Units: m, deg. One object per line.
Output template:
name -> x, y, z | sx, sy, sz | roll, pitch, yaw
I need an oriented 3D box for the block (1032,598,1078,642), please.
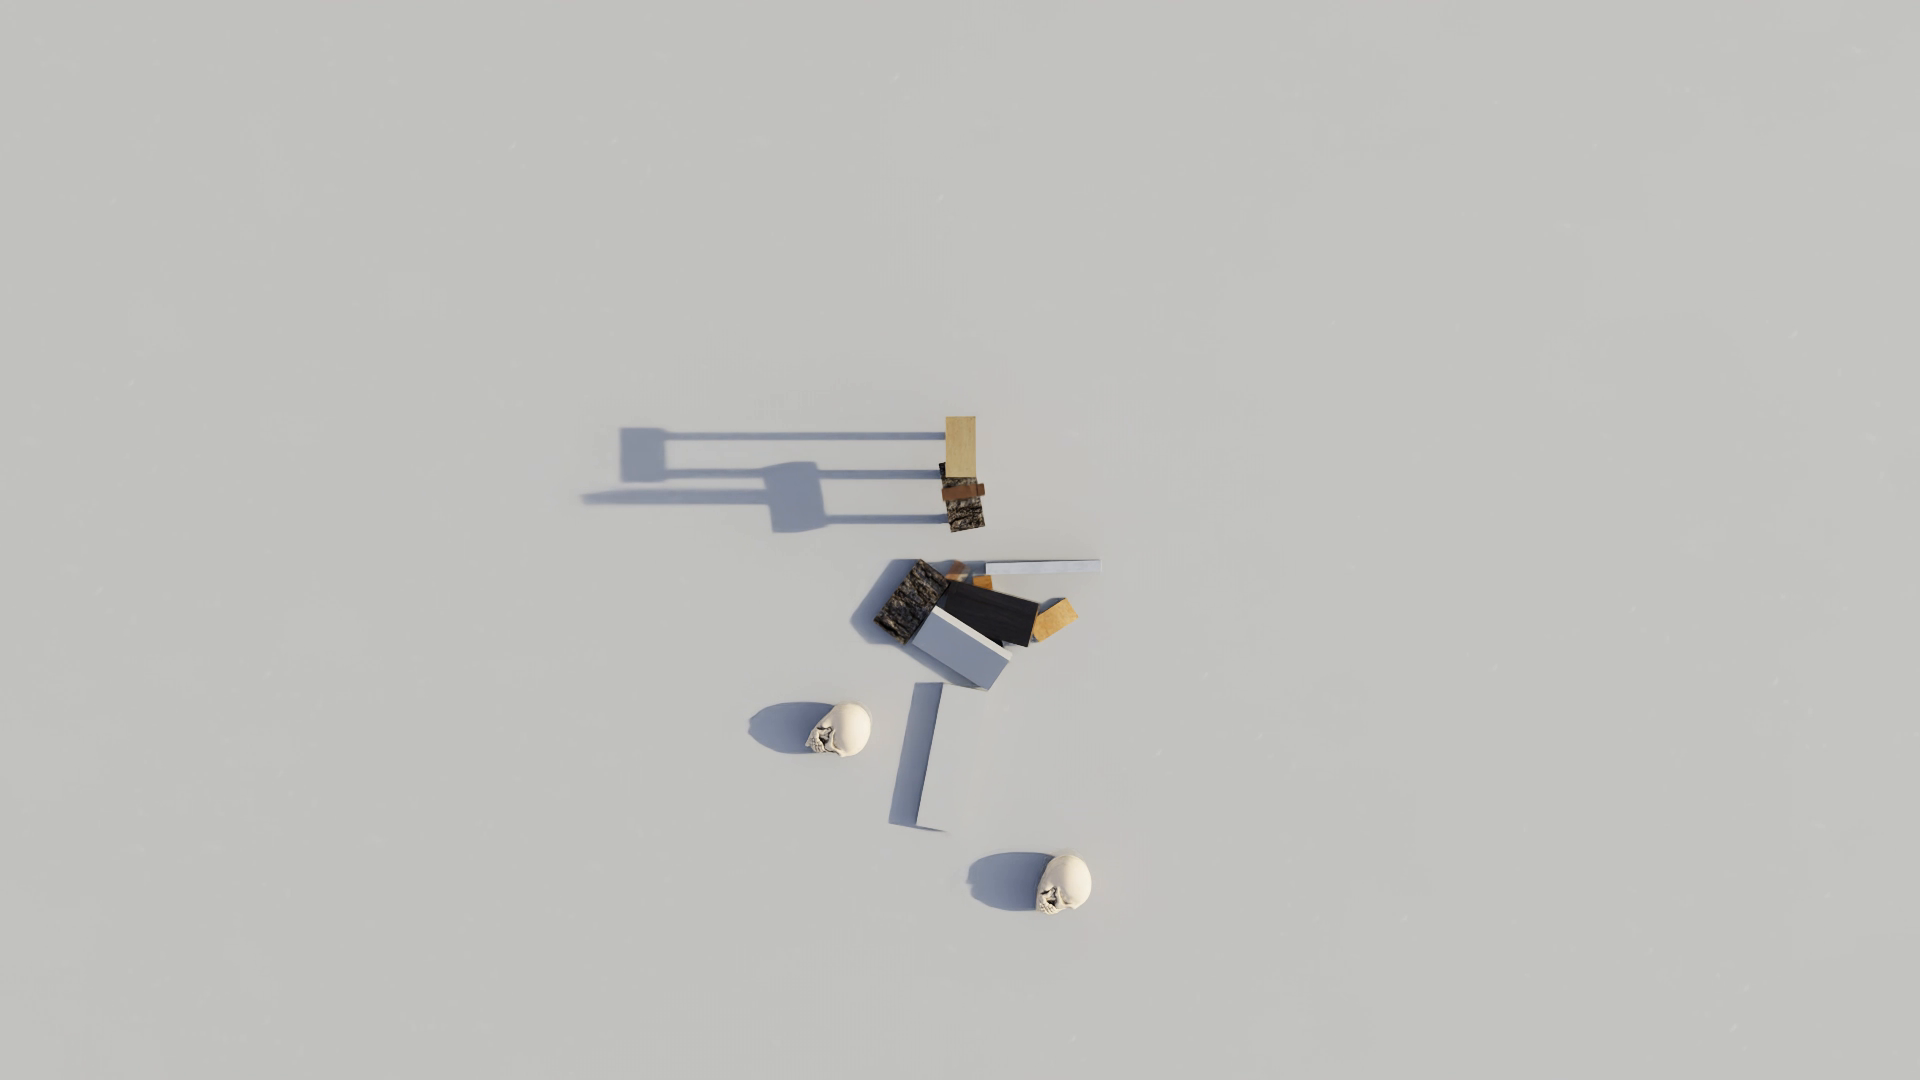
block -> 0.308, 0.267, 5.489 | 0.157, 0.022, 0.078 | -33, 90, 0

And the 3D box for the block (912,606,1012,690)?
block -> 0.006, 0.358, 5.443 | 0.300, 0.042, 0.150 | 32, 121, 0

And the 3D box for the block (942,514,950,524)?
block -> -0.005, -0.069, 5.388 | 0.112, 0.224, 0.032 | 0, 90, 0

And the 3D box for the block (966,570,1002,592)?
block -> 0.084, 0.160, 5.491 | 0.121, 0.017, 0.061 | 42, 90, 0

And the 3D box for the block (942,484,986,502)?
block -> 0.010, -0.145, 5.114 | 0.130, 0.260, 0.037 | -7, 90, 0

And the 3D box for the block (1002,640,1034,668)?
block -> 0.182, 0.338, 5.467 | 0.078, 0.022, 0.157 | -22, 90, 0

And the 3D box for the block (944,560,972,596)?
block -> -0.019, 0.132, 5.491 | 0.061, 0.017, 0.121 | 31, 90, 0

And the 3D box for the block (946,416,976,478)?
block -> 0.002, -0.285, 5.046 | 0.093, 0.026, 0.185 | 0, 90, 0

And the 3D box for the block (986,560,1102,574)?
block -> 0.273, 0.089, 5.435 | 0.377, 0.130, 0.037 | -2, 90, 0

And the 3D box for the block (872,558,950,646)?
block -> -0.158, 0.205, 5.471 | 0.130, 0.037, 0.260 | 37, 91, 8

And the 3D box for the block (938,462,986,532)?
block -> 0.006, -0.144, 5.260 | 0.112, 0.032, 0.224 | -10, 90, 0

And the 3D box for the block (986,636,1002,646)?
block -> 0.101, 0.330, 5.489 | 0.078, 0.022, 0.157 | -6, 90, 0

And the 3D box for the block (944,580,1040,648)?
block -> 0.101, 0.241, 5.436 | 0.300, 0.042, 0.150 | 15, 95, 10

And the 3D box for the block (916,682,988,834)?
block -> -0.026, 0.723, 5.479 | 0.150, 0.042, 0.478 | 11, 90, 0

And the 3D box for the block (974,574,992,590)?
block -> 0.081, 0.180, 5.474 | 0.061, 0.017, 0.122 | -8, 90, 0
